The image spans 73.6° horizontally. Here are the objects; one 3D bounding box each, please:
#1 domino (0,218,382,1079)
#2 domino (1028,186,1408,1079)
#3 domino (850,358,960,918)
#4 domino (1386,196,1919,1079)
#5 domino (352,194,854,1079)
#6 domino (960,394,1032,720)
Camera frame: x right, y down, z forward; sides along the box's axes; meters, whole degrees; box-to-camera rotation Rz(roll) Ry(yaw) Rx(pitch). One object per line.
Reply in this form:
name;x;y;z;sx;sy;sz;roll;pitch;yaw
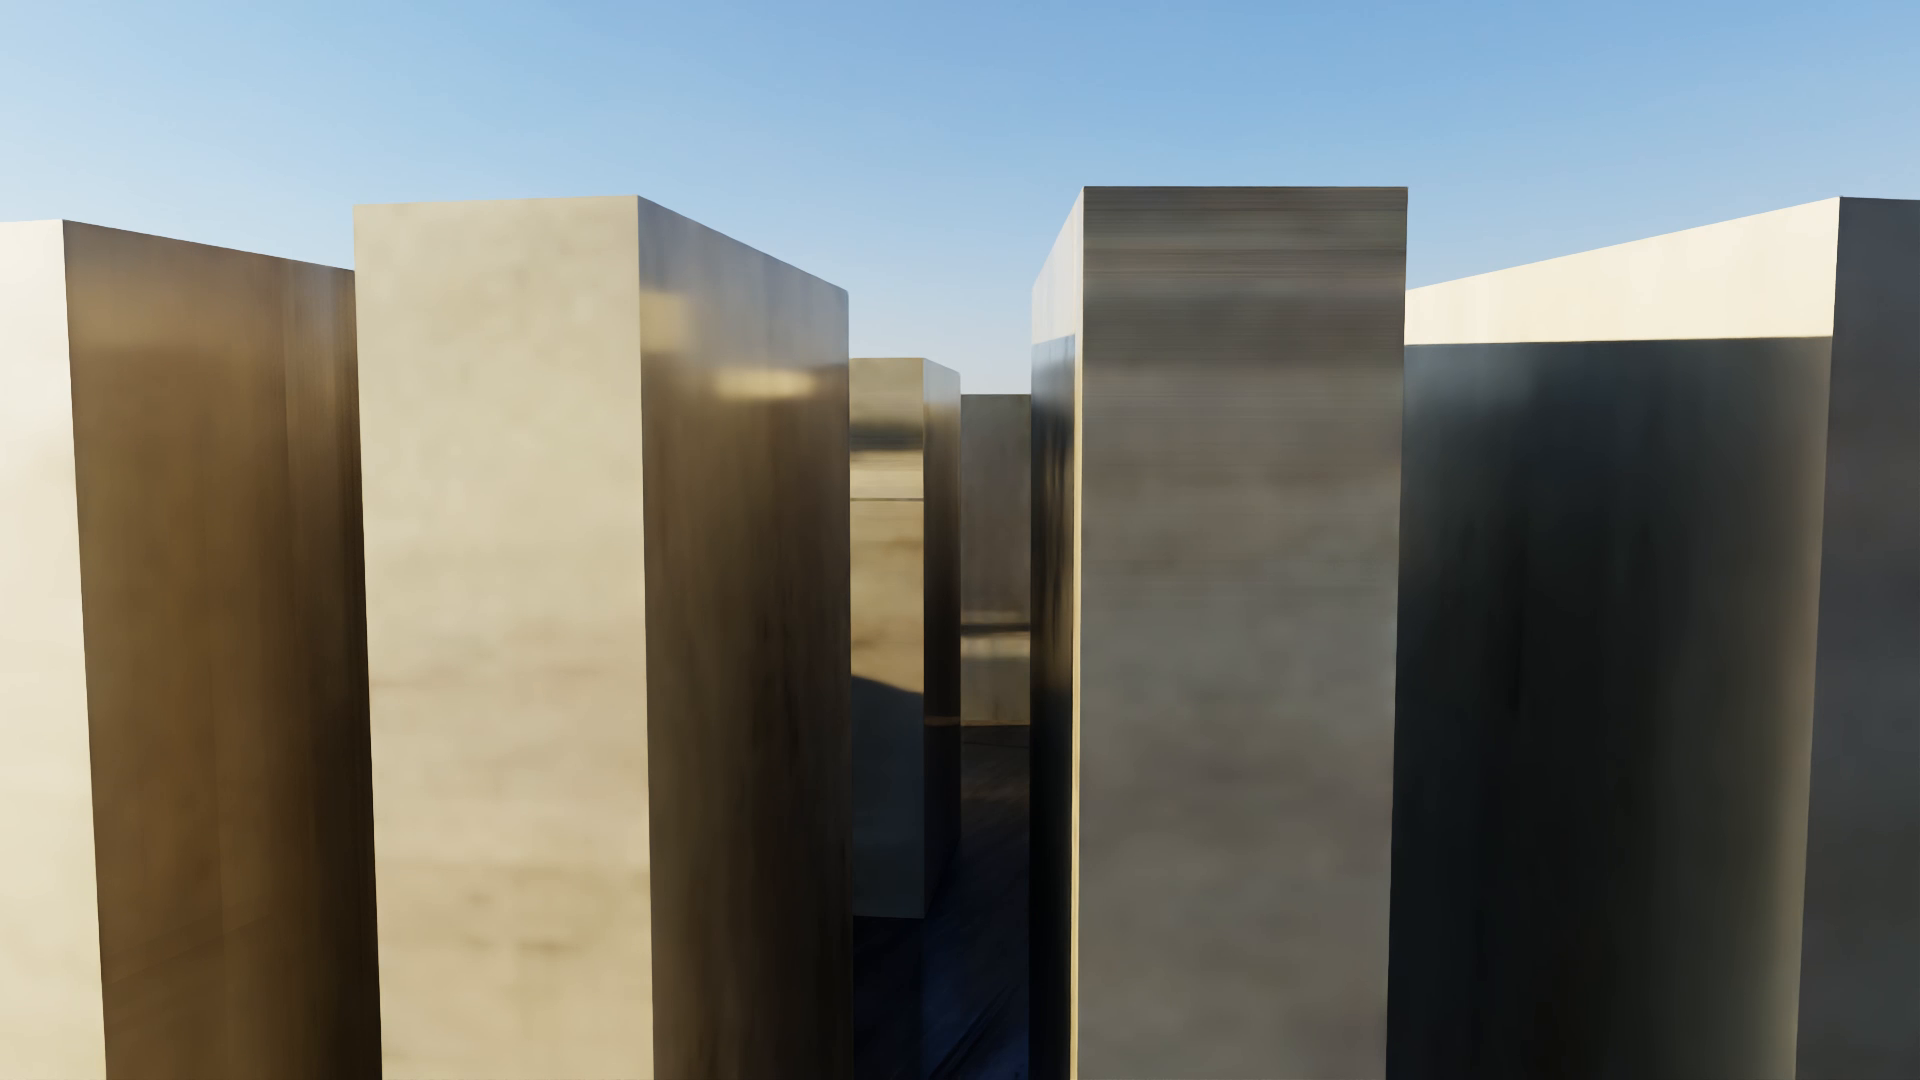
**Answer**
domino;-0.031;0.013;0.058;0.010;0.050;0.025;1;4;16
domino;0.008;0.014;0.052;0.010;0.050;0.025;0;4;0
domino;-0.006;0.008;0.126;0.009;0.050;0.025;1;4;8
domino;0.029;0.013;0.054;0.009;0.050;0.025;-1;4;-11
domino;-0.012;0.014;0.054;0.009;0.050;0.025;1;4;10
domino;0.000;0.002;0.201;0.025;0.050;0.009;0;4;0
